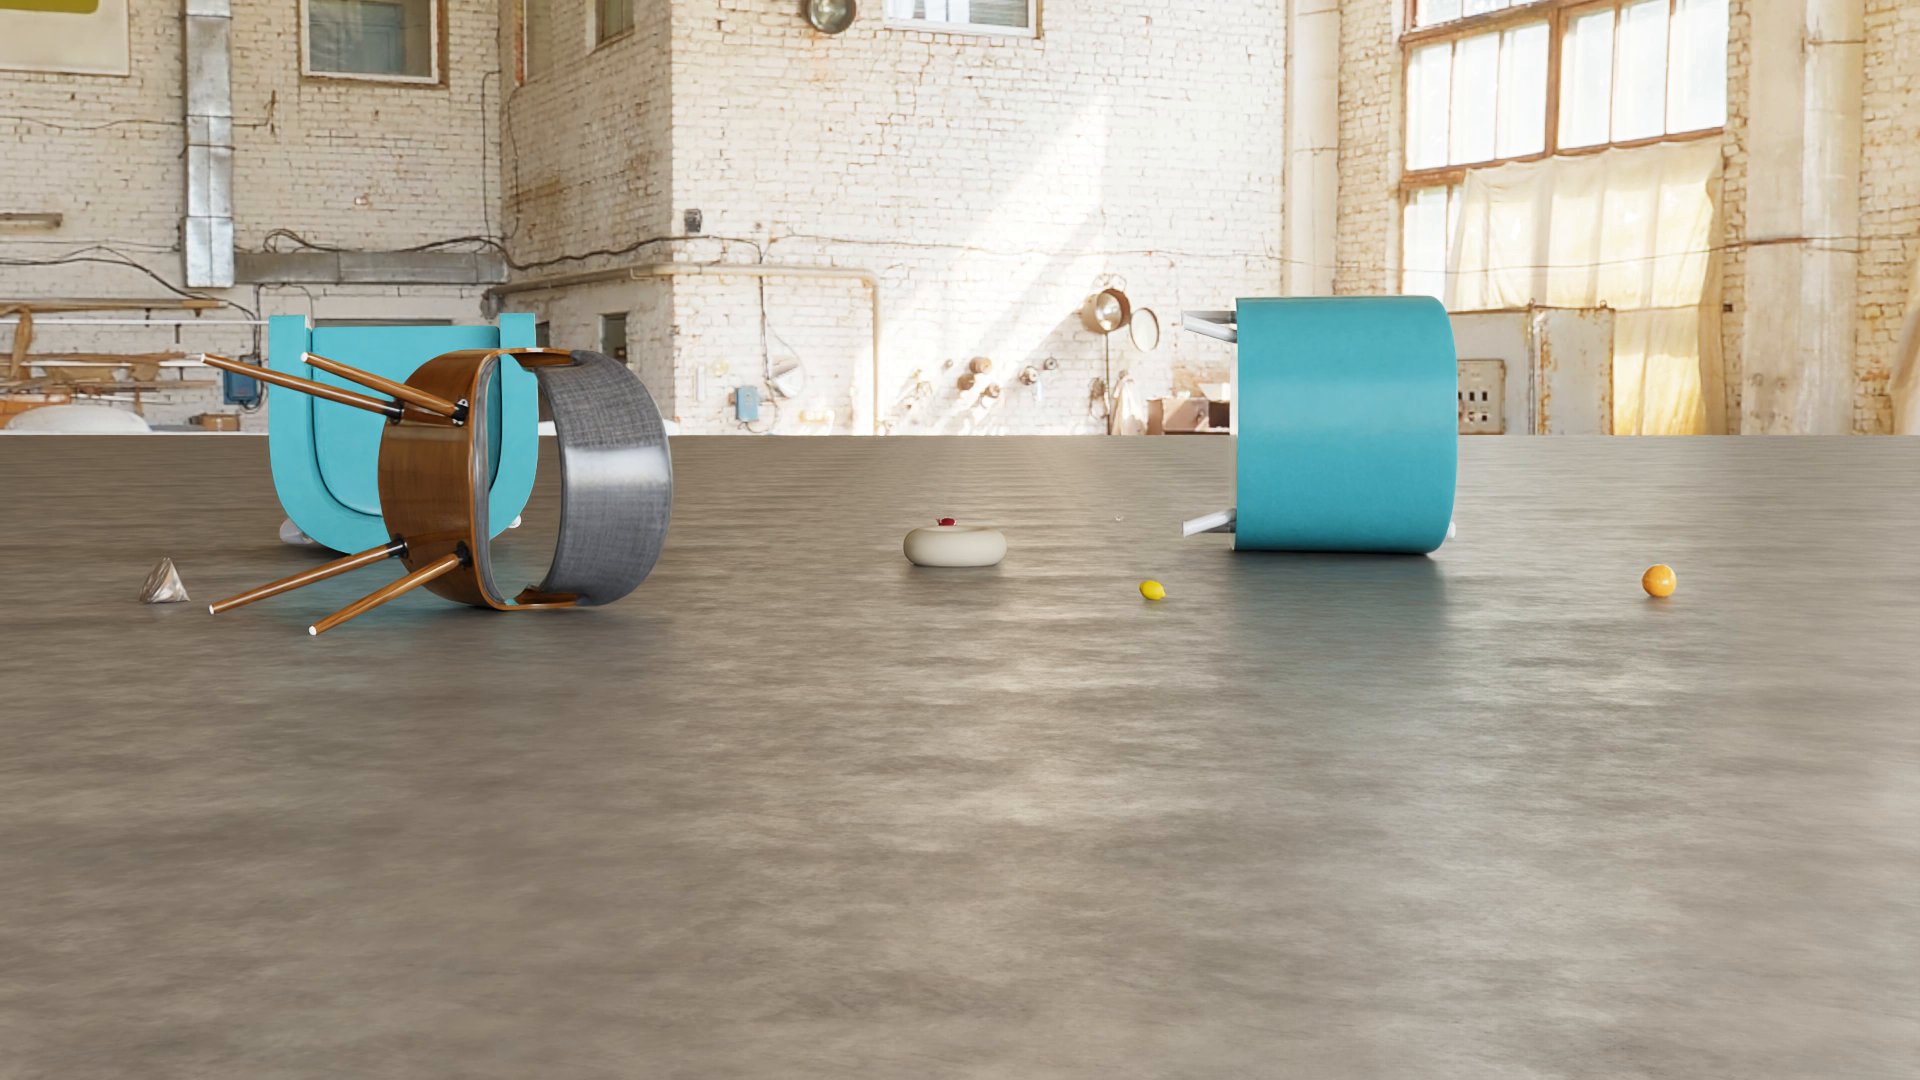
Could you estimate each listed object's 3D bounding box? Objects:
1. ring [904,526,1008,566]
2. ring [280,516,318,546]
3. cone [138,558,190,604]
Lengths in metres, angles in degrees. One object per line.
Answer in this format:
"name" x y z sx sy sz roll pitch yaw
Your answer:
"ring" -0.013 0.016 5.654 0.272 0.092 0.264 -5 7 -42
"ring" -1.909 -0.027 6.353 0.074 0.083 0.121 6 19 17
"cone" -1.663 0.107 4.643 0.085 0.111 0.127 37 -7 -31
